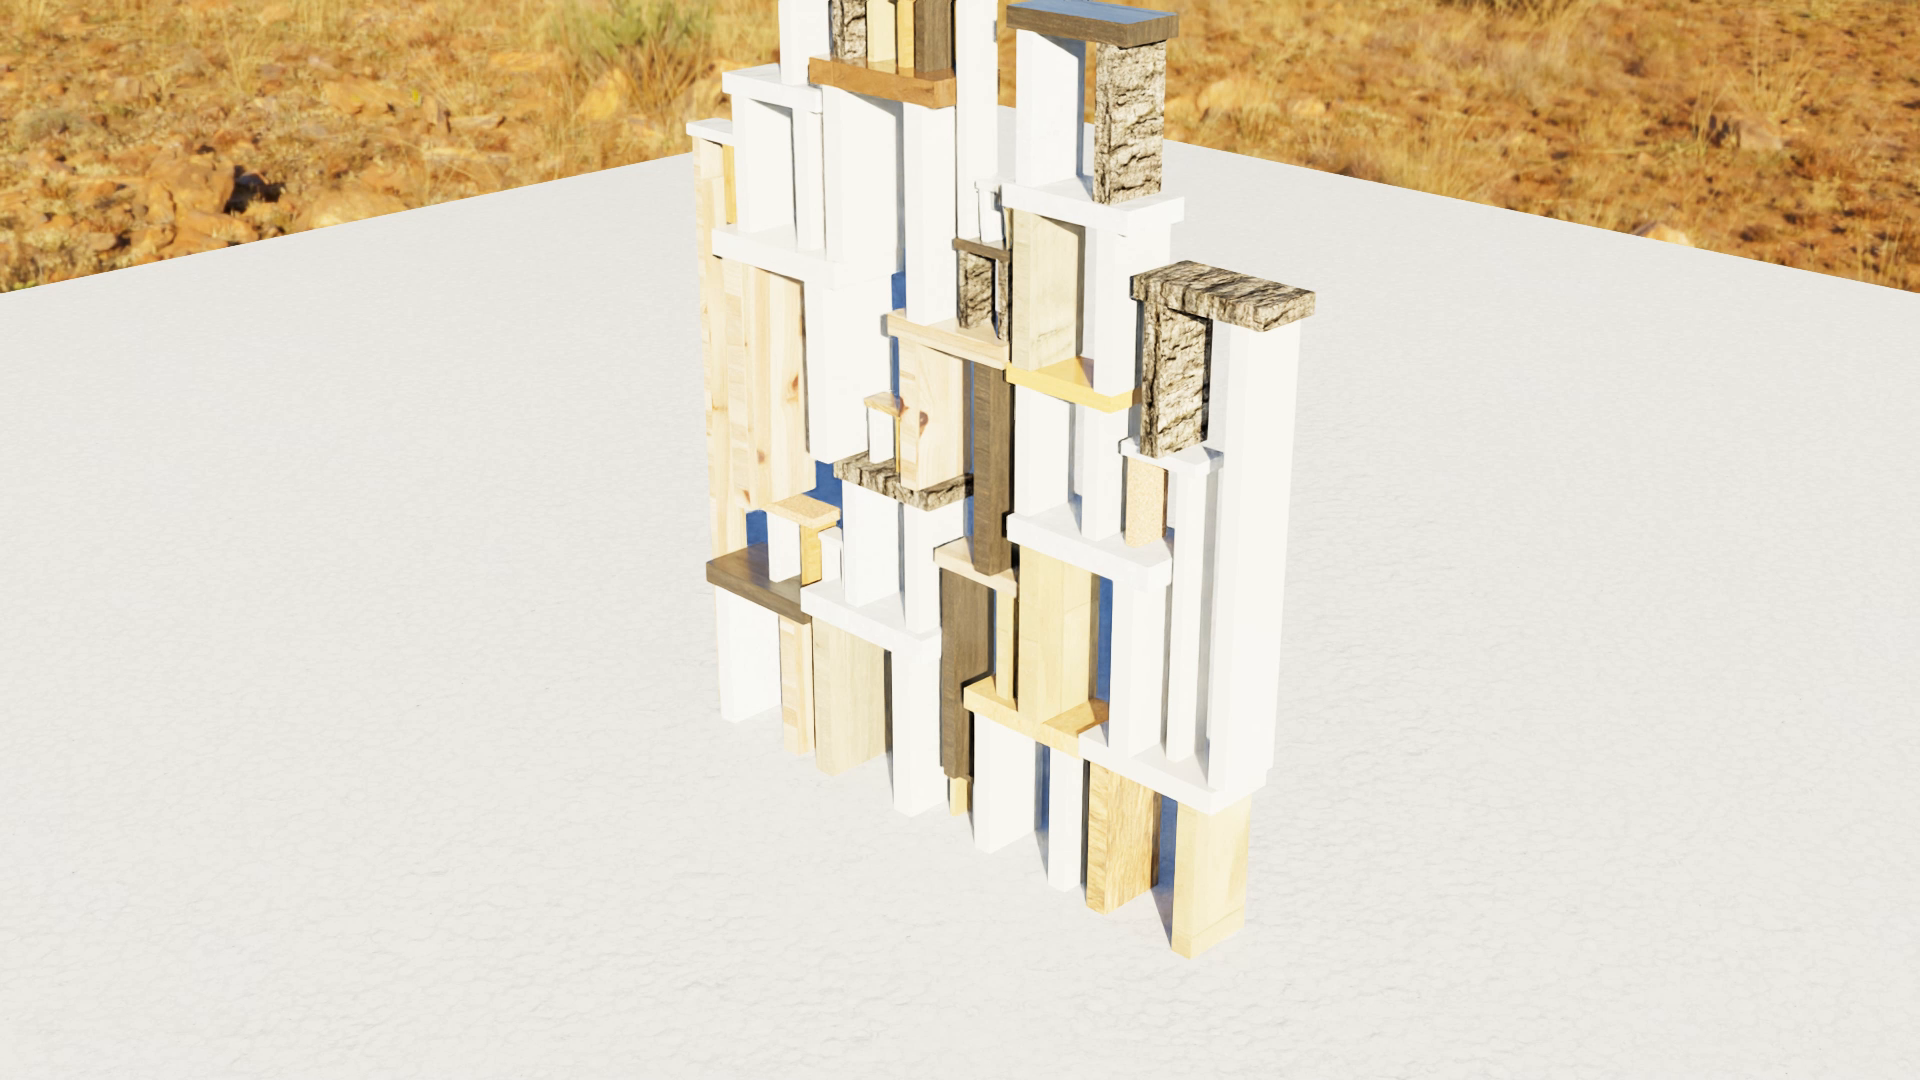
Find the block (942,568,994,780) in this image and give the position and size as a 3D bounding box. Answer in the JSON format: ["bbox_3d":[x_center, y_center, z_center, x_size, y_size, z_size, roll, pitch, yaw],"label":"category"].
[{"bbox_3d":[0.017,0.249,4.318,0.110,0.450,0.031,-21,31,-40],"label":"block"}]

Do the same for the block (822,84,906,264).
[{"bbox_3d":[-0.177,-0.698,4.123,0.047,0.329,0.164,21,31,40],"label":"block"}]

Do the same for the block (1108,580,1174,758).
[{"bbox_3d":[0.343,0.207,3.935,0.047,0.335,0.167,21,31,41],"label":"block"}]

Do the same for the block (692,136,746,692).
[{"bbox_3d":[-0.501,-0.233,4.677,0.078,1.275,0.022,-21,31,-41],"label":"block"}]

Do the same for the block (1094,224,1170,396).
[{"bbox_3d":[0.292,-0.399,3.734,0.040,0.285,0.143,21,31,40],"label":"block"}]

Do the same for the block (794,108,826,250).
[{"bbox_3d":[-0.251,-0.699,4.203,0.038,0.268,0.134,21,31,40],"label":"block"}]

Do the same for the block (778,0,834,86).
[{"bbox_3d":[-0.286,-1.006,4.111,0.032,0.293,0.112,21,31,40],"label":"block"}]

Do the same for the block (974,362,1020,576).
[{"bbox_3d":[0.093,-0.147,4.067,0.148,0.412,0.042,-21,31,-40],"label":"block"}]

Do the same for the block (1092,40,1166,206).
[{"bbox_3d":[0.280,-0.695,3.627,0.131,0.262,0.037,-21,31,-41],"label":"block"}]

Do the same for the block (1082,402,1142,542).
[{"bbox_3d":[0.271,-0.130,3.869,0.035,0.245,0.122,21,31,41],"label":"block"}]

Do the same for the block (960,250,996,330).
[{"bbox_3d":[0.032,-0.460,3.984,0.021,0.145,0.072,21,31,40],"label":"block"}]

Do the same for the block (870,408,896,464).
[{"bbox_3d":[-0.151,-0.211,4.302,0.016,0.112,0.056,21,32,40],"label":"block"}]

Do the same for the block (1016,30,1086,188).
[{"bbox_3d":[0.154,-0.742,3.738,0.037,0.262,0.131,21,31,41],"label":"block"}]

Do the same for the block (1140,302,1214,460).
[{"bbox_3d":[0.367,-0.284,3.714,0.038,0.270,0.135,21,31,41],"label":"block"}]

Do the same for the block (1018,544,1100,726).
[{"bbox_3d":[0.185,0.153,4.083,0.047,0.350,0.167,21,31,41],"label":"block"}]

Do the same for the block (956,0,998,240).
[{"bbox_3d":[0.031,-0.752,3.872,0.022,0.439,0.078,20,31,40],"label":"block"}]

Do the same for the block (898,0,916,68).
[{"bbox_3d":[-0.082,-0.908,3.923,0.061,0.121,0.017,-22,31,-40],"label":"block"}]

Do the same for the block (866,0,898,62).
[{"bbox_3d":[-0.139,-0.931,3.976,0.017,0.121,0.061,21,31,41],"label":"block"}]

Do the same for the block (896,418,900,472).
[{"bbox_3d":[-0.097,-0.191,4.253,0.056,0.112,0.016,-22,31,-40],"label":"block"}]

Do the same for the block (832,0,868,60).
[{"bbox_3d":[-0.180,-0.997,4.000,0.032,0.224,0.112,21,31,41],"label":"block"}]

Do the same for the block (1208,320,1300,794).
[{"bbox_3d":[0.494,0.029,3.708,0.038,0.841,0.135,21,31,40],"label":"block"}]

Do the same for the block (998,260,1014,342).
[{"bbox_3d":[0.100,-0.434,3.922,0.072,0.145,0.021,-21,31,-40],"label":"block"}]

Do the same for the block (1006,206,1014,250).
[{"bbox_3d":[0.102,-0.563,3.862,0.048,0.095,0.014,-24,31,-39],"label":"block"}]

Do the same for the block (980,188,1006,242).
[{"bbox_3d":[0.058,-0.580,3.904,0.048,0.095,0.014,-23,30,-39],"label":"block"}]

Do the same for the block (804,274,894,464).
[{"bbox_3d":[-0.215,-0.347,4.306,0.051,0.359,0.180,20,30,40],"label":"block"}]

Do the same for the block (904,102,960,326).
[{"bbox_3d":[-0.024,-0.603,3.993,0.164,0.401,0.047,-21,31,-40],"label":"block"}]

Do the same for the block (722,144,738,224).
[{"bbox_3d":[-0.432,-0.717,4.388,0.078,0.157,0.022,-21,30,-40],"label":"block"}]

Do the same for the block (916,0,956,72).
[{"bbox_3d":[-0.043,-0.912,3.886,0.022,0.157,0.078,21,31,41],"label":"block"}]

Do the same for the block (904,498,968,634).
[{"bbox_3d":[-0.046,0.039,4.291,0.133,0.266,0.038,-21,30,-40],"label":"block"}]

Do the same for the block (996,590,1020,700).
[{"bbox_3d":[0.119,0.184,4.177,0.110,0.220,0.031,-21,31,-40],"label":"block"}]

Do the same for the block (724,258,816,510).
[{"bbox_3d":[-0.386,-0.335,4.493,0.051,0.528,0.180,21,31,40],"label":"block"}]

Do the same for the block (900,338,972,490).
[{"bbox_3d":[-0.046,-0.255,4.170,0.148,0.295,0.042,-21,31,-40],"label":"block"}]

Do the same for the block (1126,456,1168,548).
[{"bbox_3d":[0.328,-0.076,3.841,0.083,0.166,0.023,-21,31,-40],"label":"block"}]

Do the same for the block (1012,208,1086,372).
[{"bbox_3d":[0.156,-0.451,3.857,0.040,0.285,0.143,21,31,40],"label":"block"}]

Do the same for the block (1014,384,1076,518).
[{"bbox_3d":[0.155,-0.175,3.975,0.035,0.245,0.122,21,31,41],"label":"block"}]

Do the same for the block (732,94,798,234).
[{"bbox_3d":[-0.379,-0.748,4.319,0.038,0.268,0.134,20,30,40],"label":"block"}]

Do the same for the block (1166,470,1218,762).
[{"bbox_3d":[0.406,0.130,3.845,0.023,0.548,0.083,21,31,41],"label":"block"}]
